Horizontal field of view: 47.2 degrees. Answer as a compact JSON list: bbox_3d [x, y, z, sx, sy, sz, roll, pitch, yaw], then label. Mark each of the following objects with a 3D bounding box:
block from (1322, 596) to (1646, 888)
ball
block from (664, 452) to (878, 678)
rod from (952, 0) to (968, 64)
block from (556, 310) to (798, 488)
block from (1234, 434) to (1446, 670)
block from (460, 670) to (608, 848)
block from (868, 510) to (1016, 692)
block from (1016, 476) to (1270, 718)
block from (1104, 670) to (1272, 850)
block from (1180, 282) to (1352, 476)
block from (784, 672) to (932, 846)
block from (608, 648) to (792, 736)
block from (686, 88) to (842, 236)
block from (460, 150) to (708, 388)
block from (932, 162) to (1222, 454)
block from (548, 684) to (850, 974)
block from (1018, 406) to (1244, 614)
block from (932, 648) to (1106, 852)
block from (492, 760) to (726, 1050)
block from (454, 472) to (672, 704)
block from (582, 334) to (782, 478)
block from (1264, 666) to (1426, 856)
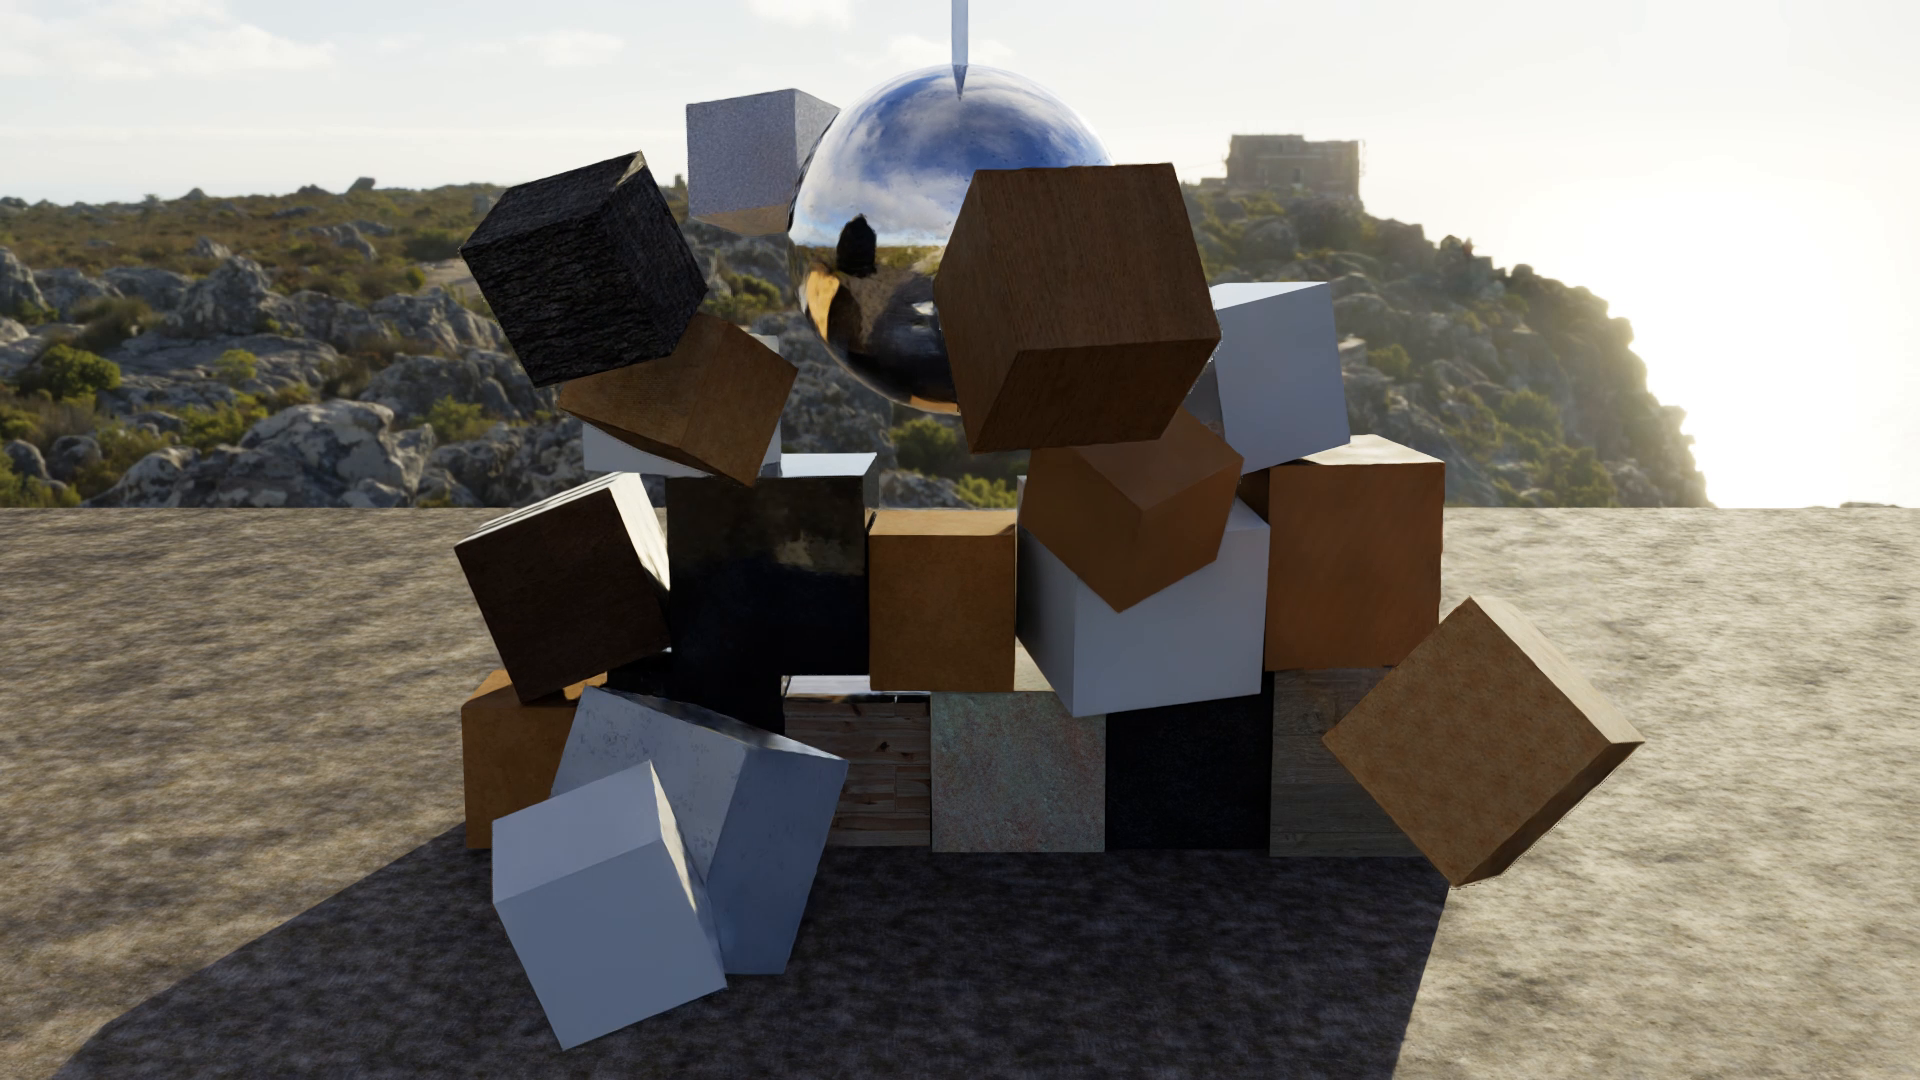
[{"bbox_3d":[2.134,0.813,8.939,0.781,0.831,0.772,49,17,21],"label":"block"},{"bbox_3d":[0.000,-1.374,10.113,1.600,1.600,1.600,0,10,0],"label":"ball"},{"bbox_3d":[-0.921,0.109,11.149,0.961,0.985,0.935,-1,9,2],"label":"block"},{"bbox_3d":[0.000,-4.770,9.959,0.080,5.200,0.080,0,3,0],"label":"rod"},{"bbox_3d":[-1.271,-0.695,9.992,0.669,0.598,0.720,19,-6,24],"label":"block"},{"bbox_3d":[1.837,0.040,11.157,0.880,1.006,1.013,-2,10,-9],"label":"block"},{"bbox_3d":[-2.119,1.120,11.370,0.715,0.728,0.795,0,10,0],"label":"block"},{"bbox_3d":[-0.077,0.298,11.096,0.709,0.782,0.705,0,10,2],"label":"block"},{"bbox_3d":[0.875,0.214,10.851,0.962,0.879,0.947,-6,24,-14],"label":"block"},{"bbox_3d":[1.128,1.019,11.314,0.794,0.868,0.841,0,16,0],"label":"block"},{"bbox_3d":[1.323,-0.805,10.833,0.733,0.794,0.832,-16,13,-27],"label":"block"},{"bbox_3d":[-0.514,1.111,11.377,0.728,0.743,0.732,0,10,0],"label":"block"},{"bbox_3d":[-1.316,1.030,11.371,0.863,0.896,0.786,0,10,0],"label":"block"},{"bbox_3d":[-0.929,-1.845,10.800,0.603,0.552,0.581,-4,-3,24],"label":"block"},{"bbox_3d":[-1.548,-1.122,9.145,0.654,0.678,0.547,-11,32,22],"label":"block"},{"bbox_3d":[0.431,-0.899,8.583,0.799,0.785,0.807,-5,-24,-16],"label":"block"},{"bbox_3d":[-1.152,1.224,9.249,0.857,0.947,0.810,17,-2,29],"label":"block"},{"bbox_3d":[0.764,-0.224,9.969,0.618,0.642,0.698,-27,55,-31],"label":"block"},{"bbox_3d":[0.291,1.067,11.377,0.861,0.831,0.941,0,10,0],"label":"block"},{"bbox_3d":[-1.269,1.304,7.920,0.613,0.639,0.627,-21,23,-4],"label":"block"},{"bbox_3d":[-1.950,0.210,11.259,0.834,0.854,0.794,-21,9,4],"label":"block"},{"bbox_3d":[-1.400,-0.694,11.063,0.724,0.643,0.684,4,10,29],"label":"block"},{"bbox_3d":[2.007,1.005,11.348,0.941,0.962,1.050,0,10,0],"label":"block"}]
